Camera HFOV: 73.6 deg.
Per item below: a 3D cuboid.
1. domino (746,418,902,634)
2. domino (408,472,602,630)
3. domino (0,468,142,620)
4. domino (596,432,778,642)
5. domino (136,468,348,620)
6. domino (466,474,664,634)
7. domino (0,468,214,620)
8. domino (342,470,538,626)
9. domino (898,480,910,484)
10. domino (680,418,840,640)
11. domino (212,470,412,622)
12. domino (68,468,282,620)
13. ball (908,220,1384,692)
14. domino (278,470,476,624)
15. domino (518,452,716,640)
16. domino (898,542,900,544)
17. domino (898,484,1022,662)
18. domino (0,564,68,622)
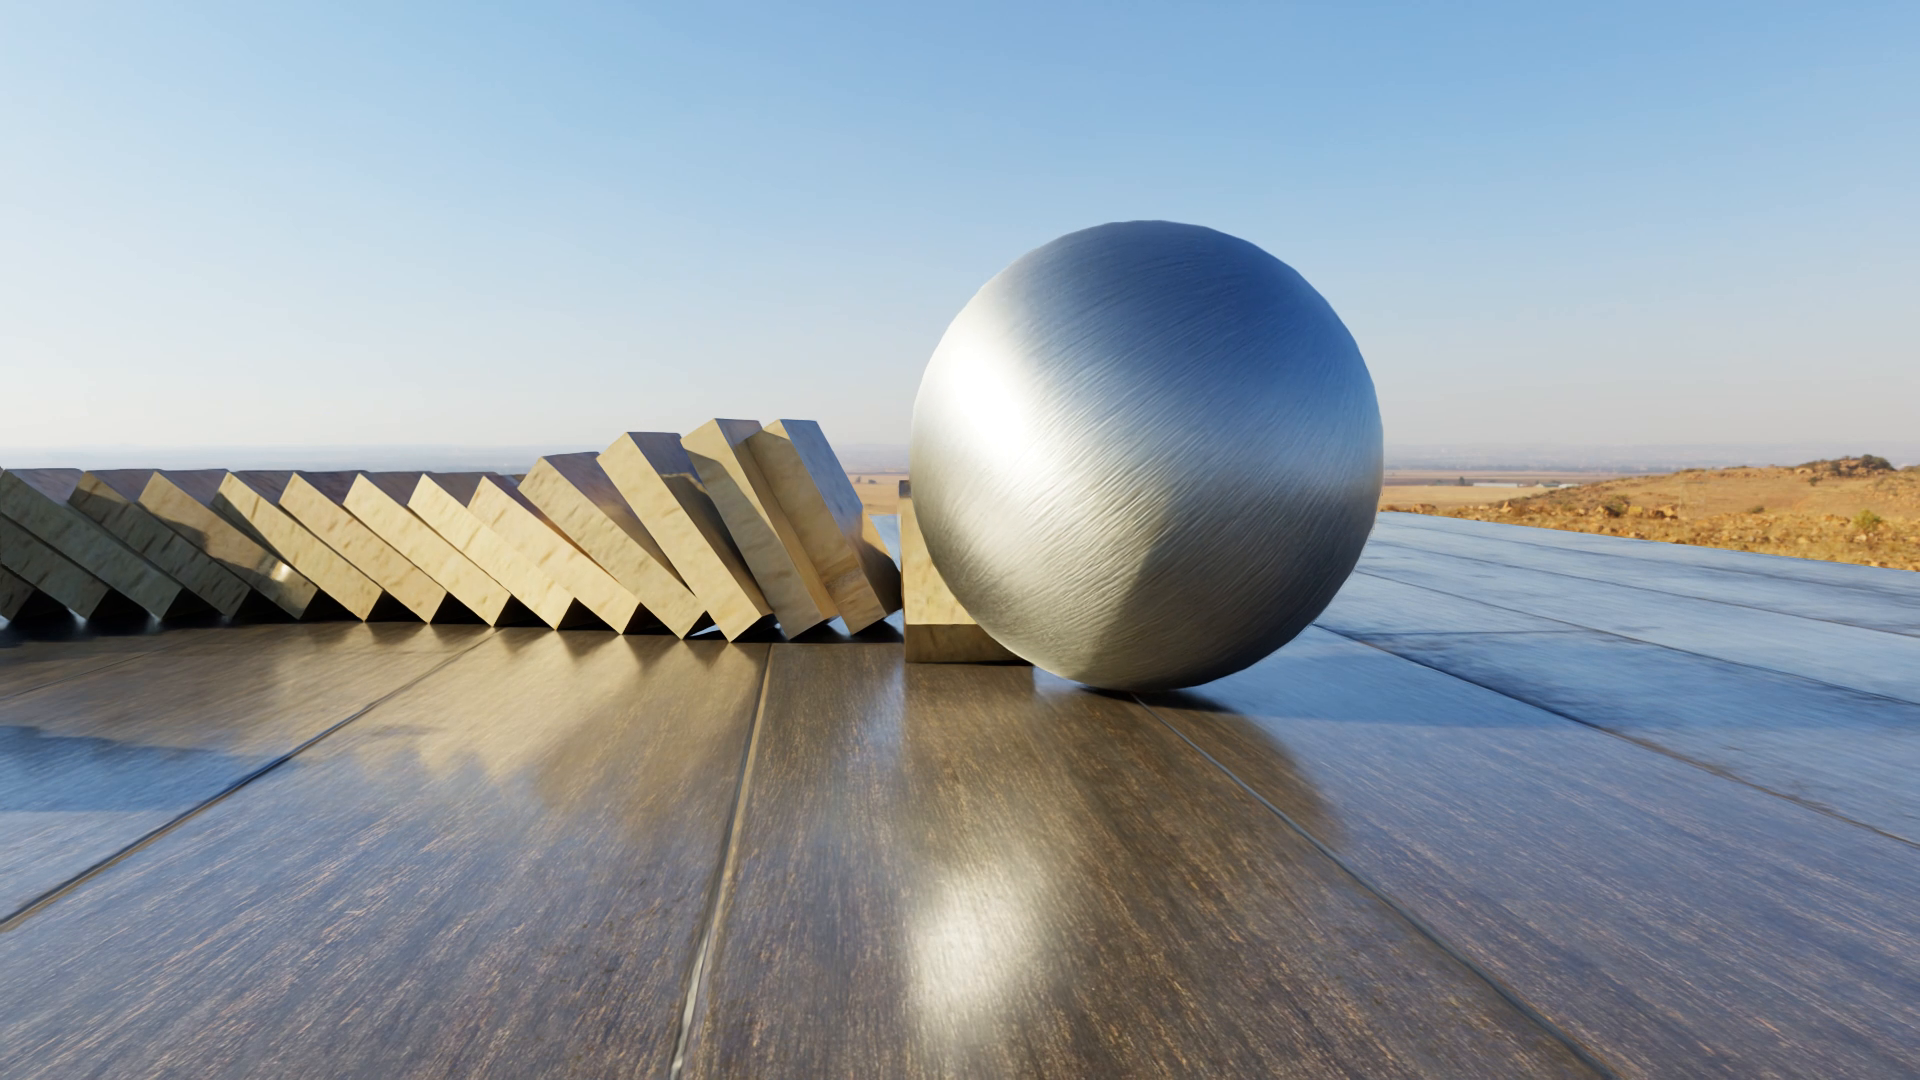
[{"bbox_3d":[-0.029,-0.004,0.298,0.009,0.050,0.025,-30,-3,13],"label":"domino"},{"bbox_3d":[-0.105,0.002,0.310,0.050,0.010,0.025,36,15,14],"label":"domino"},{"bbox_3d":[-0.229,0.000,0.320,0.050,0.009,0.025,36,1,-5],"label":"domino"},{"bbox_3d":[-0.058,-0.002,0.288,0.010,0.050,0.025,-38,-5,14],"label":"domino"},{"bbox_3d":[-0.176,0.000,0.323,0.050,0.009,0.025,35,8,3],"label":"domino"},{"bbox_3d":[-0.089,0.002,0.303,0.050,0.009,0.025,36,15,14],"label":"domino"},{"bbox_3d":[-0.212,0.000,0.322,0.050,0.009,0.025,35,3,-3],"label":"domino"},{"bbox_3d":[-0.123,0.001,0.315,0.050,0.009,0.025,36,13,12],"label":"domino"},{"bbox_3d":[-0.001,0.004,0.287,0.025,0.009,0.050,0,35,-5],"label":"domino"},{"bbox_3d":[-0.042,-0.003,0.291,0.010,0.050,0.025,-30,-3,14],"label":"domino"},{"bbox_3d":[-0.158,0.001,0.322,0.050,0.010,0.025,35,10,8],"label":"domino"},{"bbox_3d":[-0.193,0.000,0.324,0.050,0.010,0.025,35,7,2],"label":"domino"},{"bbox_3d":[0.031,-0.014,0.221,0.080,0.080,0.080,0,4,0],"label":"ball"},{"bbox_3d":[-0.140,0.001,0.319,0.050,0.010,0.025,35,12,10],"label":"domino"},{"bbox_3d":[-0.074,0.000,0.292,0.050,0.009,0.025,42,13,5],"label":"domino"},{"bbox_3d":[-0.002,0.004,0.307,0.025,0.010,0.050,0,32,-5],"label":"domino"},{"bbox_3d":[0.000,0.006,0.269,0.025,0.009,0.050,0,35,-5],"label":"domino"},{"bbox_3d":[-0.247,0.000,0.316,0.050,0.010,0.025,36,-2,-9],"label":"domino"}]
